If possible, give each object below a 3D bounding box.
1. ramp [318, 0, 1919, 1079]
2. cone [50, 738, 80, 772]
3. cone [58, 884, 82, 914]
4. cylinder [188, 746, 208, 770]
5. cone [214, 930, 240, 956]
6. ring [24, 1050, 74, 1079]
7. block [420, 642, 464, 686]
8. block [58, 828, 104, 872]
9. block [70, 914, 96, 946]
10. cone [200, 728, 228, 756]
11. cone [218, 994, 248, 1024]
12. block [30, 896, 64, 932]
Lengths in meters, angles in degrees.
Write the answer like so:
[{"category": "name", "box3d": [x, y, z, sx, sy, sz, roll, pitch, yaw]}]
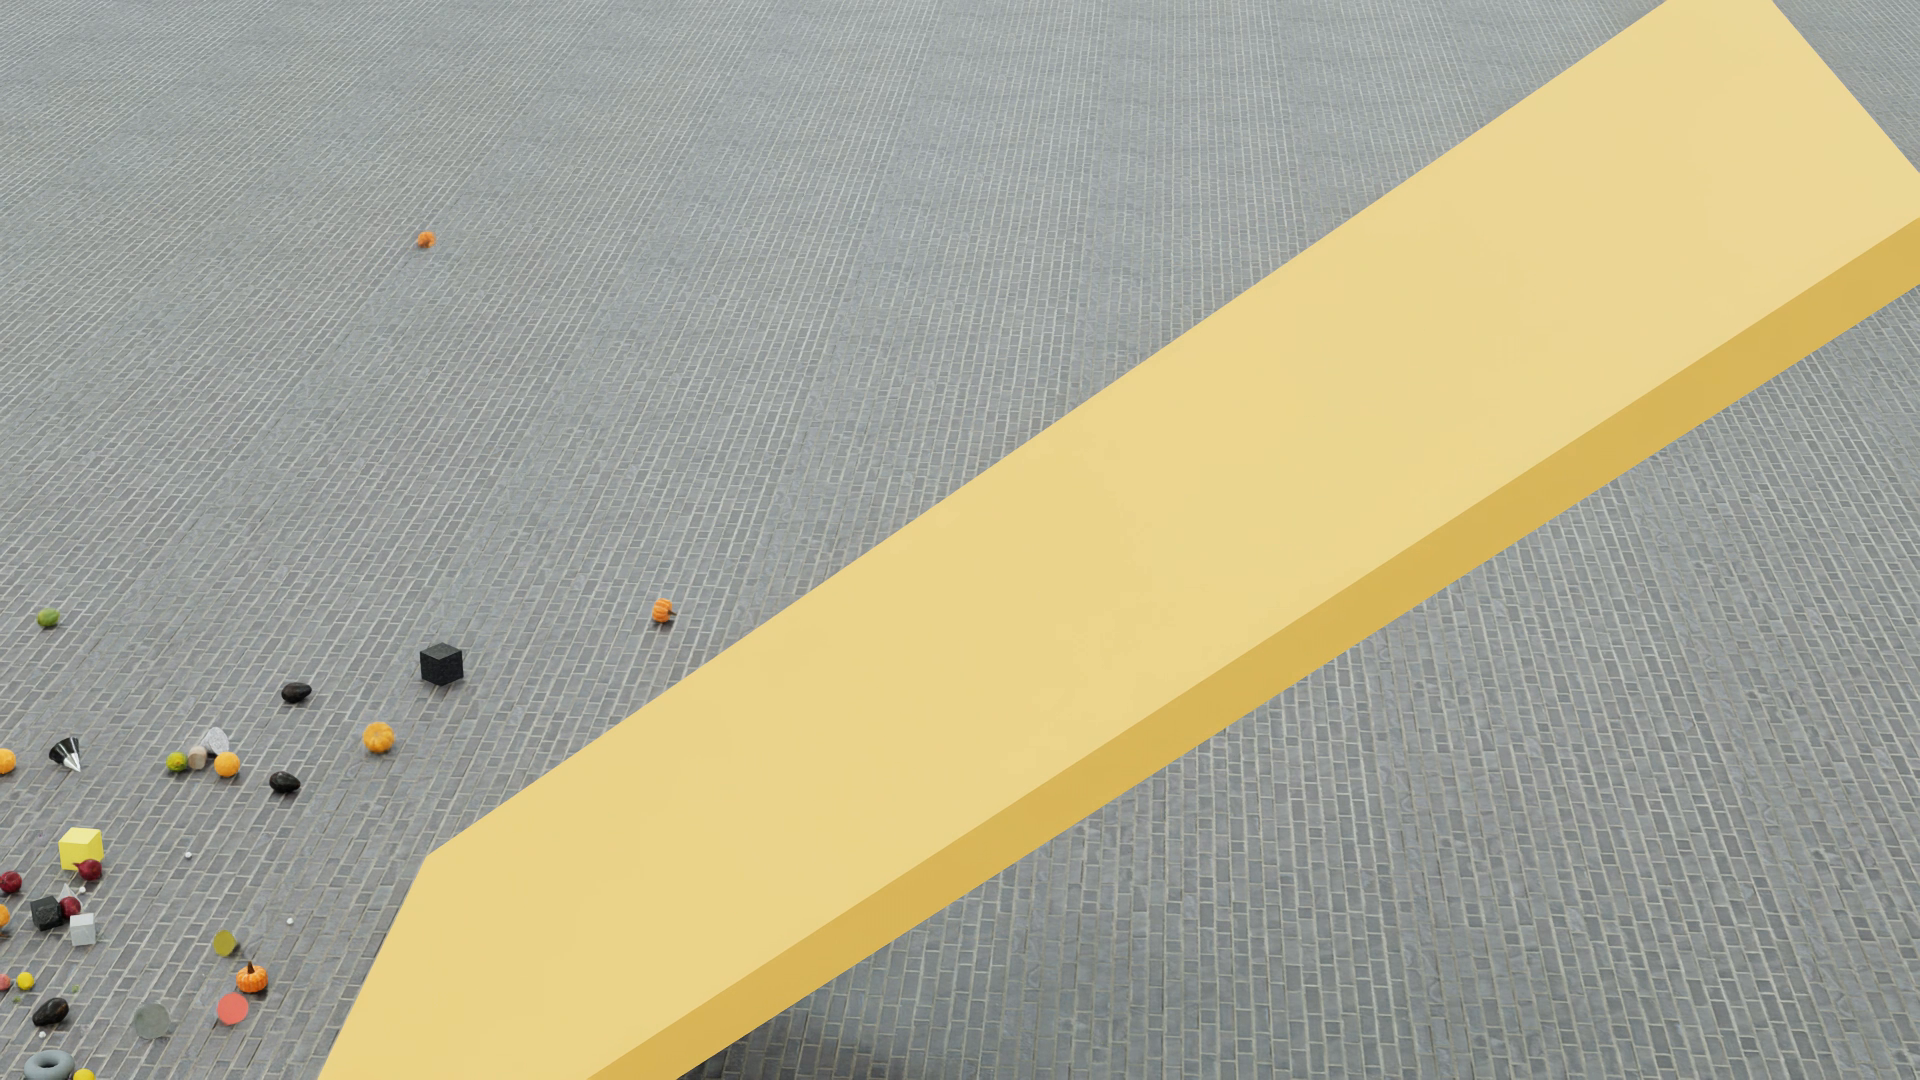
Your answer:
[{"category": "ramp", "box3d": [0.128, 0.179, 6.323, 4.000, 0.100, 2.000, -34, 16, 17]}, {"category": "cone", "box3d": [-2.548, 0.633, 8.444, 0.095, 0.095, 0.095, -21, 57, -40]}, {"category": "cone", "box3d": [-2.338, 0.929, 7.700, 0.072, 0.072, 0.072, 0, 23, 0]}, {"category": "cylinder", "box3d": [-2.191, 0.625, 8.452, 0.052, 0.052, 0.052, -3, 23, -8]}, {"category": "cone", "box3d": [-1.859, 1.030, 7.512, 0.066, 0.066, 0.066, 11, -1, 25]}, {"category": "ring", "box3d": [-2.159, 1.250, 6.974, 0.118, 0.039, 0.118, 1, 23, 0]}, {"category": "block", "box3d": [-1.584, 0.380, 8.988, 0.090, 0.090, 0.090, 18, 29, 37]}, {"category": "block", "box3d": [-2.365, 0.832, 7.916, 0.083, 0.083, 0.083, 4, 23, 9]}, {"category": "block", "box3d": [-2.251, 1.000, 7.548, 0.057, 0.057, 0.057, -6, 23, -13]}, {"category": "cone", "box3d": [-2.185, 0.598, 8.533, 0.088, 0.088, 0.088, -21, 15, 22]}, {"category": "cone", "box3d": [-1.792, 1.149, 7.221, 0.075, 0.075, 0.075, -11, -2, -24]}, {"category": "block", "box3d": [-2.367, 0.968, 7.621, 0.060, 0.060, 0.060, -15, 27, -32]}]
